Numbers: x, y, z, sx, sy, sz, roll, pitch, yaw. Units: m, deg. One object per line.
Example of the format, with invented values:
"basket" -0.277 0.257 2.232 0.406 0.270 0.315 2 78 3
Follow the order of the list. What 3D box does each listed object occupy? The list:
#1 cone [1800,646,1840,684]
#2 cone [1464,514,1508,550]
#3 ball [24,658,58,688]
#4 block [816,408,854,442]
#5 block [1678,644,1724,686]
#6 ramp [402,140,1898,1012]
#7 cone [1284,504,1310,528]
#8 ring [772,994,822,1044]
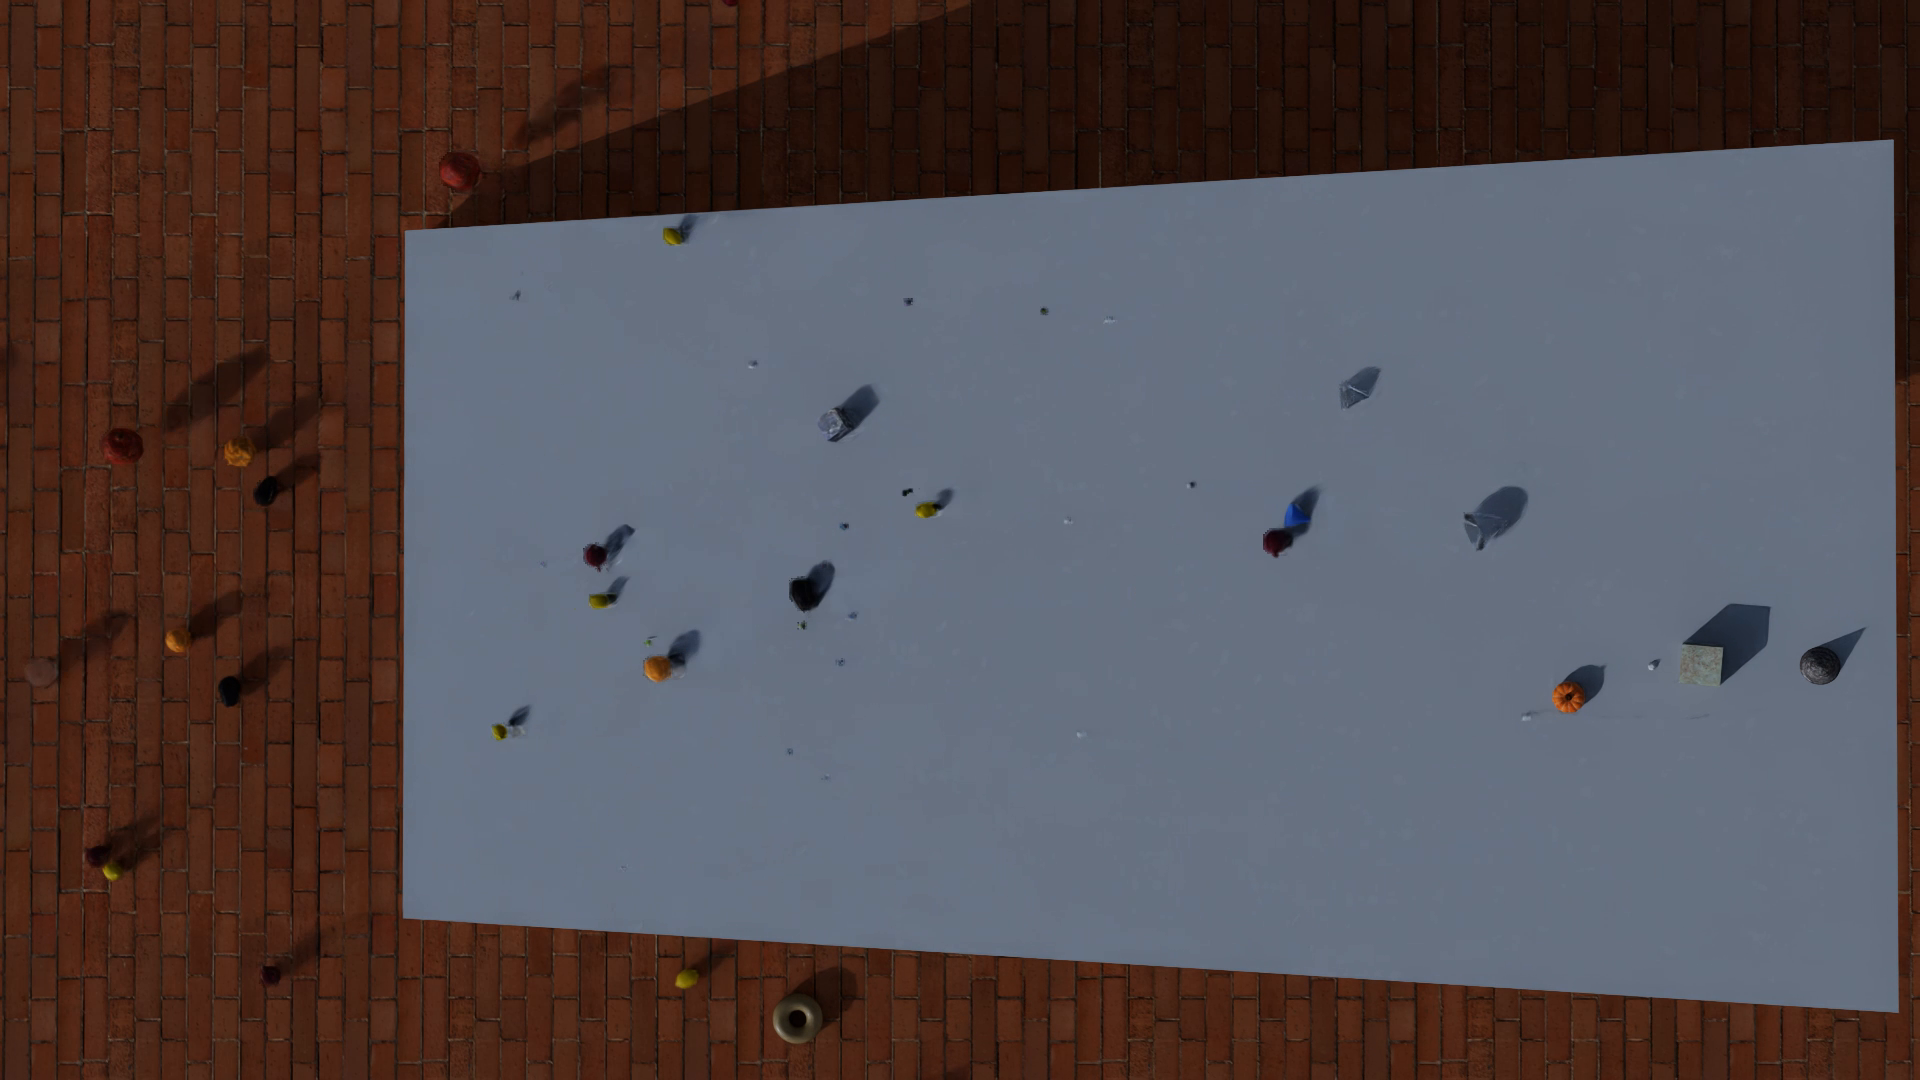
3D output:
"cone" 1.975 0.291 5.048 0.088 0.088 0.088 0 89 20
"cone" 1.287 -0.036 5.325 0.095 0.095 0.095 -21 89 -8
"ball" -2.691 0.390 6.441 0.092 0.092 0.092 0 89 0
"block" -0.335 -0.310 5.904 0.065 0.065 0.065 -34 78 16
"block" 1.731 0.291 5.135 0.091 0.091 0.091 5 91 20
"ramp" 0.280 0.090 5.764 4.000 0.100 2.000 0 89 20
"cone" 0.849 -0.055 5.492 0.060 0.060 0.060 9 89 -15
"ring" -0.476 1.404 6.449 0.148 0.049 0.148 0 90 -1
